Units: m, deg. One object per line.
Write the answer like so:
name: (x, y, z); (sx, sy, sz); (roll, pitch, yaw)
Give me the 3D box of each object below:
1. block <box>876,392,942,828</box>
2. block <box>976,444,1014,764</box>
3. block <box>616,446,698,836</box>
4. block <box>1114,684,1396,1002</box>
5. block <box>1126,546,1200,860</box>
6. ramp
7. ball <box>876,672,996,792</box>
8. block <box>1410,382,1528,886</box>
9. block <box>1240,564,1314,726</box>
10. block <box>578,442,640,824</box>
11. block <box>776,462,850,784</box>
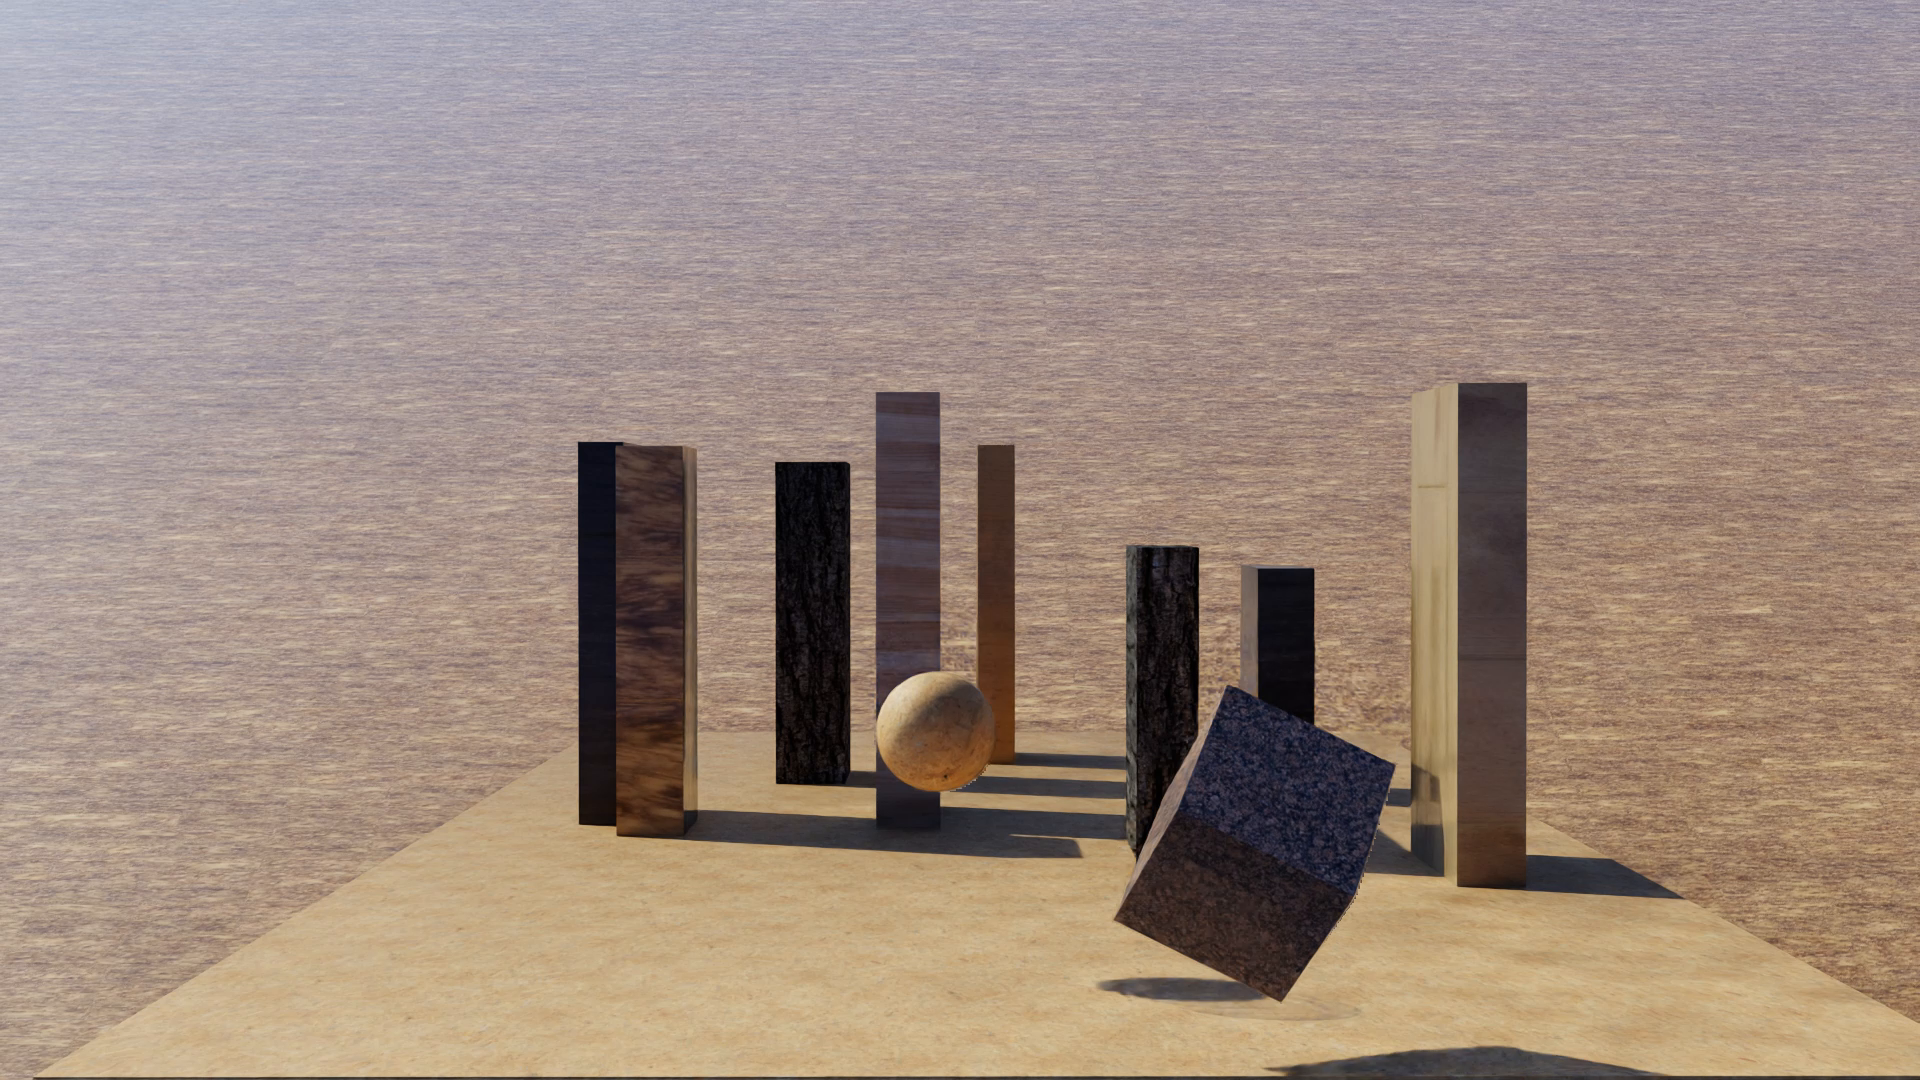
block: (-0.094, 0.123, 4.799); (0.115, 0.781, 0.330); (0, 1, 0)
block: (0.081, 0.143, 5.926); (0.083, 0.715, 0.280); (0, 1, 0)
block: (-0.542, 0.175, 4.634); (0.117, 0.682, 0.247); (0, 1, 0)
block: (0.307, 0.316, 2.696); (0.194, 0.194, 0.194); (26, 44, 3)
block: (0.338, 0.265, 4.329); (0.101, 0.509, 0.260); (0, 1, 0)
ramp: (0.063, 0.566, 4.606); (2.000, 0.100, 4.000); (0, 1, 0)
ball: (-0.029, 0.237, 3.199); (0.149, 0.149, 0.149); (0, 28, 0)
block: (0.804, 0.141, 4.102); (0.105, 0.762, 0.399); (0, 1, 0)
block: (0.639, 0.281, 5.211); (0.111, 0.455, 0.302); (0, 1, 0)
block: (-0.650, 0.167, 4.819); (0.082, 0.694, 0.287); (0, 1, 0)
block: (-0.311, 0.171, 5.508); (0.144, 0.670, 0.279); (0, 1, 0)
